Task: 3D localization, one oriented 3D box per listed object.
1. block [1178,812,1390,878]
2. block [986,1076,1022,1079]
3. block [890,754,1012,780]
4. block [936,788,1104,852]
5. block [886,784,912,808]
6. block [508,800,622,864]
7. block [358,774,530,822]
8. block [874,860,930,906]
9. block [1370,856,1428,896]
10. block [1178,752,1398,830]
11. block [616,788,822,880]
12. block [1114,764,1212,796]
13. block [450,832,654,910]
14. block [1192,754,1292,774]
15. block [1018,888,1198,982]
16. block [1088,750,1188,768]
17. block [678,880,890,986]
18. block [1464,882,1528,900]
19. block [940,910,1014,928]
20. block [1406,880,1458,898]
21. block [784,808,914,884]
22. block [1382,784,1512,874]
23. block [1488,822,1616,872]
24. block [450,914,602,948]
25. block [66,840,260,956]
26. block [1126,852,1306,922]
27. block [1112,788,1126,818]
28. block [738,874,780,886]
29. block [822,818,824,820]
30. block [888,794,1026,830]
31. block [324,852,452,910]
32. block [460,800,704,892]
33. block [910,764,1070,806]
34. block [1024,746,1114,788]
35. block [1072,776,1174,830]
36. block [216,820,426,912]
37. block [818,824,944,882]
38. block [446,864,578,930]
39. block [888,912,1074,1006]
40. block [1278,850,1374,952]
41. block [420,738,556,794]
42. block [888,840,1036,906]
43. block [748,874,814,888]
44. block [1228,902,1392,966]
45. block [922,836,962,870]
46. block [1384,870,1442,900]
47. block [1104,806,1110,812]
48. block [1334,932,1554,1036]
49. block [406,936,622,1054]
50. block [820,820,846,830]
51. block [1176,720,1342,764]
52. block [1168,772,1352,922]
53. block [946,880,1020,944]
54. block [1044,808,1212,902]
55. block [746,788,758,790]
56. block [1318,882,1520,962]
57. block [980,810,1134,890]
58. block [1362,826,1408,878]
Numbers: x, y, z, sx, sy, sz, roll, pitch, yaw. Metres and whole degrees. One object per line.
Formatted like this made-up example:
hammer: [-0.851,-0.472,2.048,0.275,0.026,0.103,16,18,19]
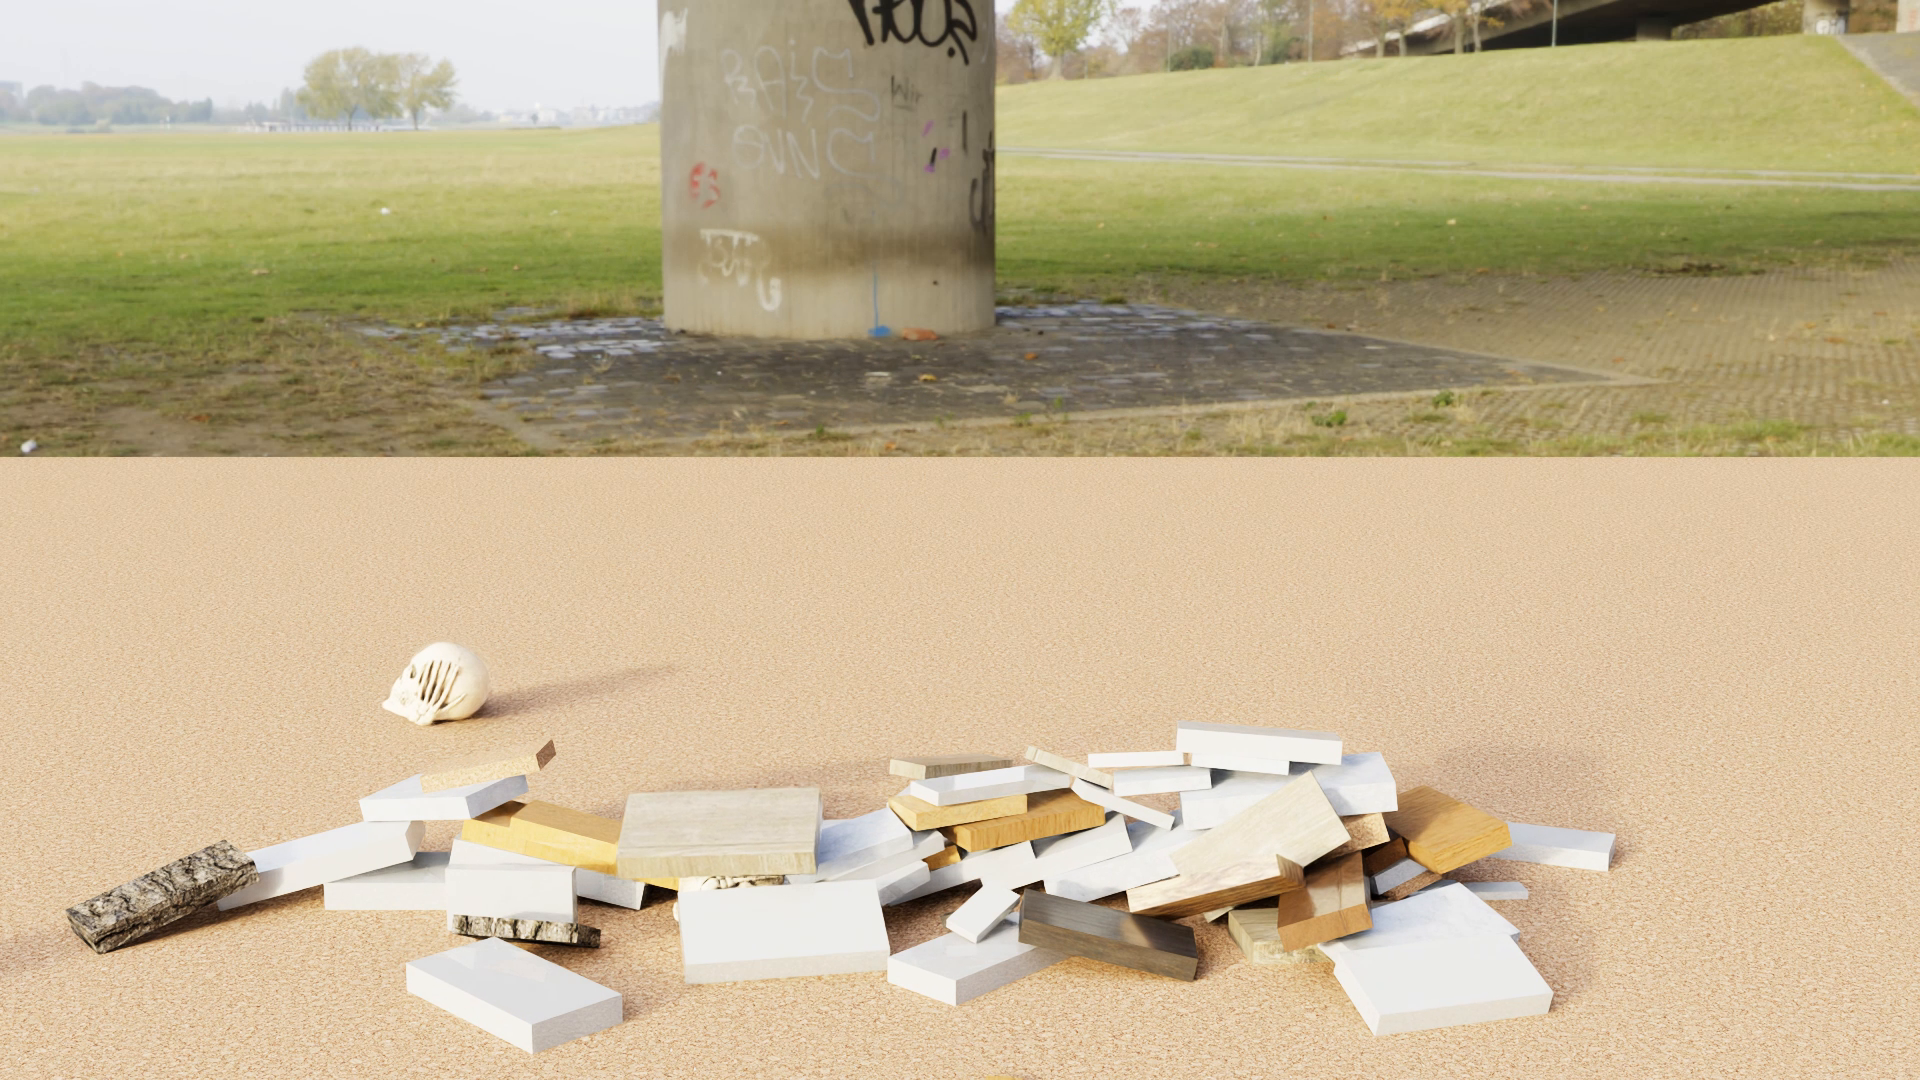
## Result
block: [0.528,0.499,3.643,0.343,0.049,0.171,-19,9,7]
block: [0.050,0.729,2.881,0.048,0.014,0.096,2,11,12]
block: [-0.016,0.441,4.282,0.237,0.028,0.099,2,2,-44]
block: [0.100,0.461,3.647,0.251,0.036,0.126,-8,12,-26]
block: [-0.056,0.486,4.151,0.099,0.028,0.197,4,11,20]
block: [-0.612,0.479,3.589,0.219,0.031,0.109,14,10,6]
block: [-0.867,0.429,3.693,0.267,0.038,0.134,-6,11,36]
block: [-0.163,0.558,3.513,0.211,0.030,0.105,-24,26,-32]
block: [0.756,0.529,3.720,0.228,0.032,0.114,-21,13,-25]
block: [0.535,0.413,3.627,0.343,0.049,0.171,-6,11,4]
block: [-0.375,0.459,3.452,0.306,0.043,0.153,-2,34,2]
block: [0.334,0.396,3.637,0.158,0.022,0.079,-6,9,5]
block: [-0.669,0.532,3.664,0.320,0.045,0.160,13,10,1]
block: [0.466,0.365,3.632,0.157,0.022,0.079,4,2,13]
block: [0.224,0.601,3.347,0.267,0.038,0.134,13,11,0]
block: [0.299,0.367,3.677,0.157,0.022,0.079,-3,-7,12]
block: [-0.271,0.596,3.353,0.306,0.043,0.153,-2,35,-11]
block: [0.892,0.584,3.662,0.095,0.014,0.048,-1,11,-3]
block: [0.026,0.589,3.464,0.069,0.020,0.138,-14,-5,-23]
block: [0.788,0.583,3.669,0.095,0.014,0.048,-1,11,-8]
block: [-0.188,0.493,3.528,0.203,0.029,0.102,-17,23,-17]
block: [0.793,0.485,3.702,0.139,0.039,0.277,-19,12,-14]
block: [1.029,0.536,3.870,0.228,0.032,0.114,4,11,22]
block: [-0.669,0.605,3.398,0.203,0.029,0.102,2,-15,11]
block: [-1.272,0.568,3.513,0.267,0.038,0.134,-24,23,-33]
block: [0.398,0.542,3.414,0.247,0.035,0.124,-18,-24,22]
block: [0.173,0.498,4.068,0.247,0.035,0.124,-1,11,-8]
block: [-0.288,0.562,3.756,0.163,0.023,0.081,-7,13,-33]
block: [-0.309,0.505,4.049,0.099,0.028,0.197,-2,11,-9]
block: [-0.004,0.436,3.611,0.203,0.029,0.102,-6,11,-27]
block: [-0.877,0.567,3.668,0.320,0.045,0.160,0,11,0]
block: [-0.616,0.503,3.648,0.393,0.038,0.134,13,10,1]
block: [0.051,0.404,3.633,0.264,0.023,0.080,-4,10,-34]
block: [0.183,0.382,3.701,0.150,0.021,0.075,20,-4,3]
block: [0.271,0.437,3.655,0.159,0.023,0.080,21,1,-11]
block: [-1.062,0.529,3.657,0.320,0.045,0.160,-15,10,-3]
block: [-0.139,0.505,3.554,0.203,0.029,0.102,-19,24,-23]
block: [-0.713,0.570,3.497,0.203,0.102,0.029,1,11,4]
block: [0.036,0.631,3.338,0.138,0.039,0.276,10,14,42]
block: [0.564,0.550,3.401,0.134,0.038,0.399,-18,1,10]
block: [-0.790,0.379,3.685,0.203,0.029,0.102,-12,9,7]
block: [-0.002,0.534,3.660,0.251,0.036,0.126,-18,10,3]
block: [-0.243,0.592,3.579,0.211,0.030,0.105,8,13,38]
block: [0.572,0.614,3.434,0.276,0.039,0.138,-2,11,-9]
block: [-0.101,0.533,3.657,0.211,0.030,0.105,-18,10,6]
block: [0.749,0.569,3.657,0.095,0.014,0.048,-21,13,-23]
block: [0.233,0.500,3.977,0.069,0.020,0.138,28,38,36]
block: [0.697,0.640,3.177,0.276,0.039,0.138,-3,30,-17]
block: [-0.649,0.657,3.191,0.323,0.043,0.153,10,15,44]
block: [-0.233,0.522,3.880,0.163,0.023,0.081,-5,18,19]
block: [0.494,0.336,3.655,0.267,0.038,0.134,4,2,5]
block: [0.480,0.491,3.518,0.264,0.124,0.035,-32,-13,8]
block: [0.036,0.571,3.381,0.057,0.016,0.113,25,40,28]
block: [0.307,0.517,3.654,0.343,0.049,0.171,-17,10,3]
block: [-0.376,0.489,3.834,0.109,0.031,0.371,8,6,12]
block: [0.696,0.604,3.333,0.277,0.039,0.139,-10,30,-29]
block: [0.158,0.519,3.658,0.251,0.036,0.126,-18,10,4]
block: [0.623,0.494,3.738,0.139,0.039,0.277,-28,27,-11]
